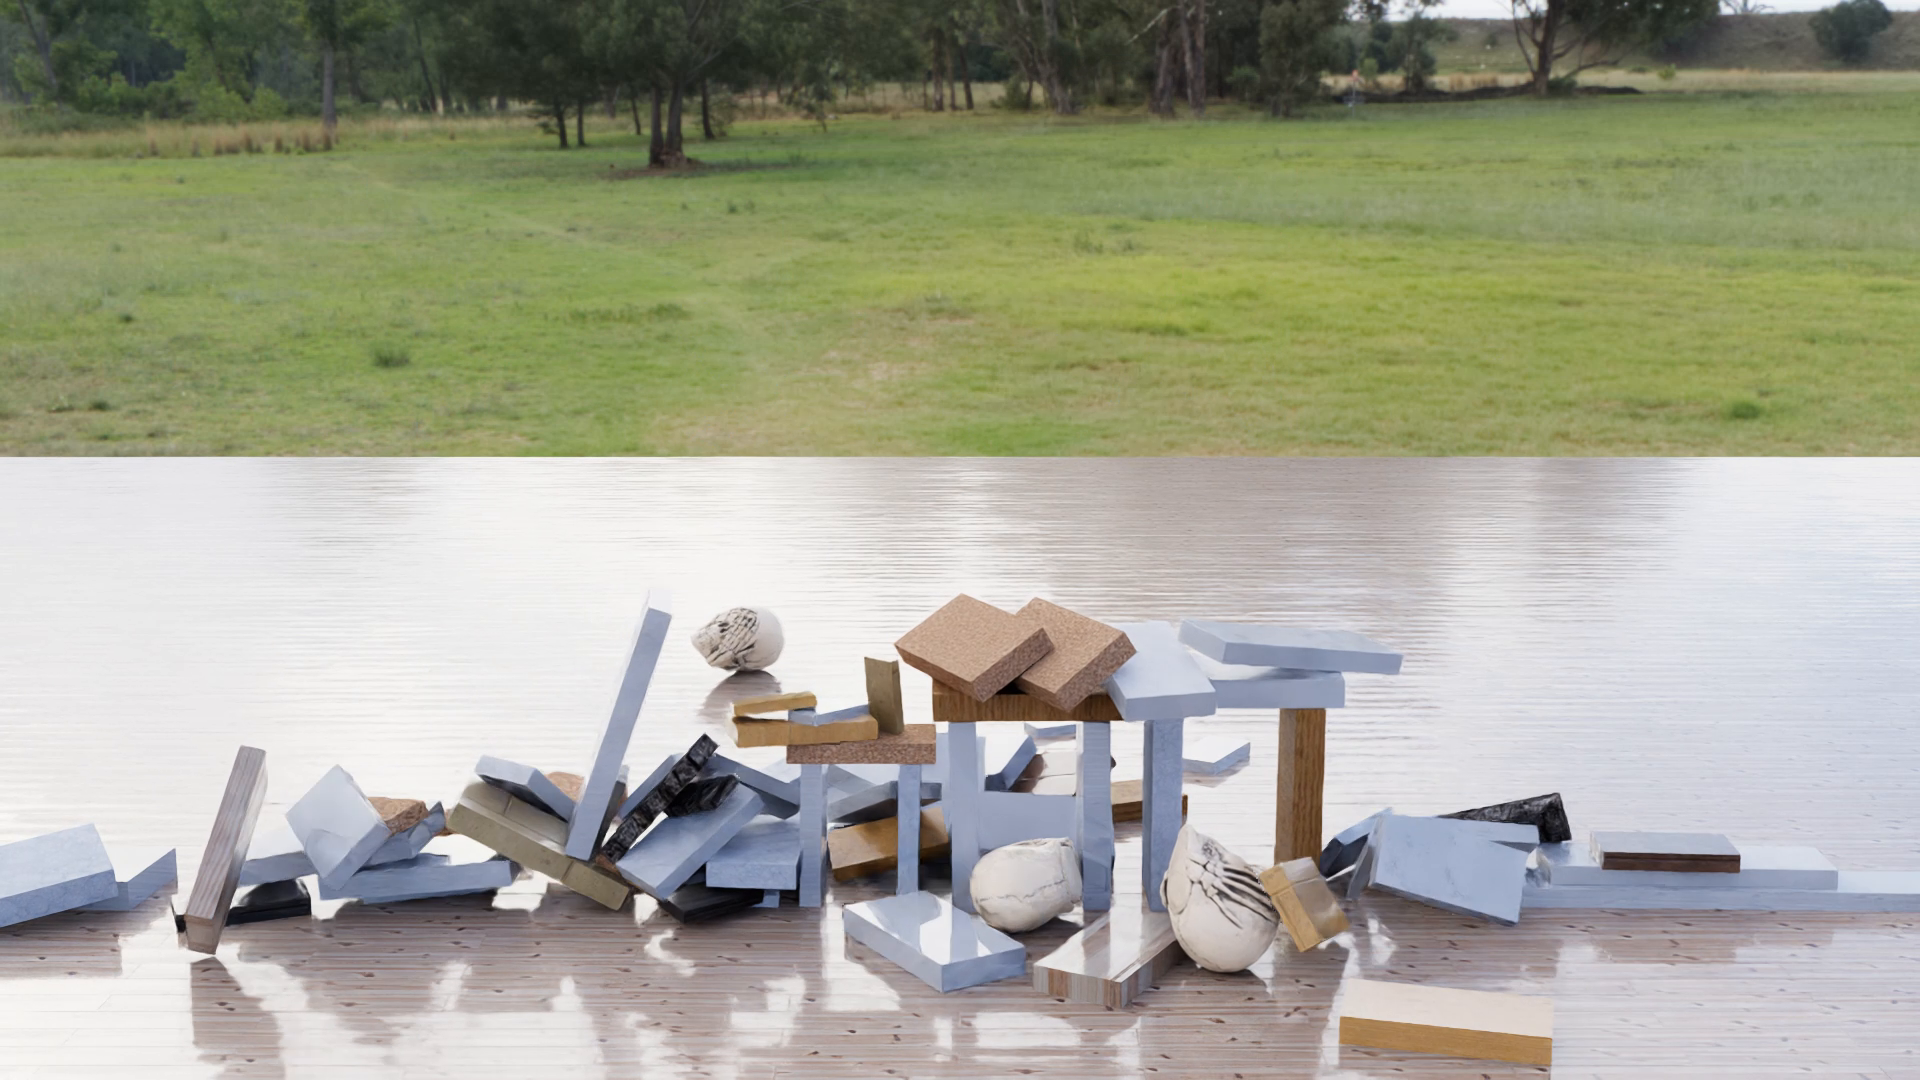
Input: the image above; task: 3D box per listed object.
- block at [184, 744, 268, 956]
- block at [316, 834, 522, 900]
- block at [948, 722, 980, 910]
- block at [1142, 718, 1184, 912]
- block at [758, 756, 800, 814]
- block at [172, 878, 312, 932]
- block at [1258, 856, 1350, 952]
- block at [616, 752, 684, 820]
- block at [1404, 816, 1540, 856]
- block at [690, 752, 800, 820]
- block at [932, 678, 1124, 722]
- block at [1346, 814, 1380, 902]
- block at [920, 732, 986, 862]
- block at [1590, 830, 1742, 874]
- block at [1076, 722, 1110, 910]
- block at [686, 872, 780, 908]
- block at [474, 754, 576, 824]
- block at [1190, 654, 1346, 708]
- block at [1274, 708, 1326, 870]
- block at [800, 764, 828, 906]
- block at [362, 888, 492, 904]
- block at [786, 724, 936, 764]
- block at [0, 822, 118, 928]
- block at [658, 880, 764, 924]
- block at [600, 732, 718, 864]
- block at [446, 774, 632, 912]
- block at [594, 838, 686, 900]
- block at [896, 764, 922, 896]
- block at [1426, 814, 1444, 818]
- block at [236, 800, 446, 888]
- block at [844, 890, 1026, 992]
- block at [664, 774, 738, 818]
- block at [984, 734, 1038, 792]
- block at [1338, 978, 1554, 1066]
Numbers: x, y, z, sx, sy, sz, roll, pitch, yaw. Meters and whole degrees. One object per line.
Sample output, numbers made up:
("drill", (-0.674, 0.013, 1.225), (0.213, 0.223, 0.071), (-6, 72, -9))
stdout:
("block", (-1.137, 0.480, 3.413), (0.041, 0.289, 0.144), (13, -35, -9))
("block", (-0.885, 0.537, 3.635), (0.310, 0.044, 0.155), (-4, 11, -1))
("block", (0.007, 0.435, 3.638), (0.045, 0.315, 0.158), (-1, 11, 0))
("block", (0.334, 0.423, 3.638), (0.048, 0.339, 0.170), (0, 11, 0))
("block", (-0.317, 0.450, 4.155), (0.147, 0.042, 0.293), (-7, 10, 38))
("block", (-1.168, 0.593, 3.575), (0.207, 0.029, 0.104), (-5, 11, -23))
("block", (0.528, 0.553, 3.358), (0.036, 0.127, 0.254), (-32, -15, 14))
("block", (-0.513, 0.410, 3.671), (0.019, 0.134, 0.067), (45, 5, 9))
("block", (0.835, 0.511, 3.692), (0.238, 0.034, 0.119), (5, -33, -7))
("block", (-0.365, 0.413, 3.719), (0.202, 0.029, 0.101), (25, -27, -17))
("block", (0.112, 0.256, 3.616), (0.315, 0.045, 0.157), (0, 11, -1))
("block", (0.669, 0.522, 3.607), (0.020, 0.141, 0.071), (20, 44, 8))
("block", (-0.028, 0.455, 3.912), (0.140, 0.040, 0.279), (5, 38, -2))
("block", (1.163, 0.515, 3.634), (0.219, 0.031, 0.109), (1, 11, 4))
("block", (0.220, 0.435, 3.640), (0.045, 0.315, 0.157), (-1, 11, -1))
("block", (-0.376, 0.577, 3.623), (0.152, 0.022, 0.076), (3, 17, -8))
("block", (-0.709, 0.444, 3.726), (0.118, 0.034, 0.237), (9, -28, 32))
("block", (0.447, 0.232, 3.608), (0.339, 0.048, 0.170), (0, 11, 0))
("block", (0.561, 0.423, 3.637), (0.048, 0.339, 0.170), (0, 11, -1))
("block", (-0.242, 0.471, 3.643), (0.034, 0.242, 0.121), (2, 11, 1))
("block", (-0.885, 0.566, 3.675), (0.207, 0.029, 0.104), (-5, 11, -5))
("block", (-0.160, 0.335, 3.619), (0.242, 0.034, 0.121), (0, 11, 0))
("block", (-1.551, 0.557, 3.518), (0.354, 0.050, 0.177), (-13, 25, -27))
("block", (-0.401, 0.577, 3.544), (0.152, 0.022, 0.076), (-9, 22, -39))
("block", (-0.490, 0.421, 3.582), (0.032, 0.229, 0.114), (42, 14, -3))
("block", (-0.688, 0.500, 3.632), (0.310, 0.044, 0.155), (28, 7, -9))
("block", (-0.524, 0.548, 3.619), (0.152, 0.022, 0.076), (33, 11, -3))
("block", (-0.084, 0.472, 3.641), (0.034, 0.242, 0.121), (1, 11, 0))
("block", (0.794, 0.517, 3.794), (0.183, 0.091, 0.026), (-2, 43, -25))
("block", (-1.022, 0.500, 3.625), (0.310, 0.044, 0.155), (-11, 11, 10))
("block", (-0.042, 0.617, 3.403), (0.150, 0.042, 0.300), (-6, 12, -31))
("block", (-0.420, 0.415, 3.566), (0.126, 0.018, 0.063), (-16, 25, 42))
("block", (0.005, 0.431, 4.107), (0.261, 0.037, 0.130), (-14, 21, 35))
("block", (0.685, 0.676, 3.093), (0.286, 0.041, 0.143), (3, 11, 15))
